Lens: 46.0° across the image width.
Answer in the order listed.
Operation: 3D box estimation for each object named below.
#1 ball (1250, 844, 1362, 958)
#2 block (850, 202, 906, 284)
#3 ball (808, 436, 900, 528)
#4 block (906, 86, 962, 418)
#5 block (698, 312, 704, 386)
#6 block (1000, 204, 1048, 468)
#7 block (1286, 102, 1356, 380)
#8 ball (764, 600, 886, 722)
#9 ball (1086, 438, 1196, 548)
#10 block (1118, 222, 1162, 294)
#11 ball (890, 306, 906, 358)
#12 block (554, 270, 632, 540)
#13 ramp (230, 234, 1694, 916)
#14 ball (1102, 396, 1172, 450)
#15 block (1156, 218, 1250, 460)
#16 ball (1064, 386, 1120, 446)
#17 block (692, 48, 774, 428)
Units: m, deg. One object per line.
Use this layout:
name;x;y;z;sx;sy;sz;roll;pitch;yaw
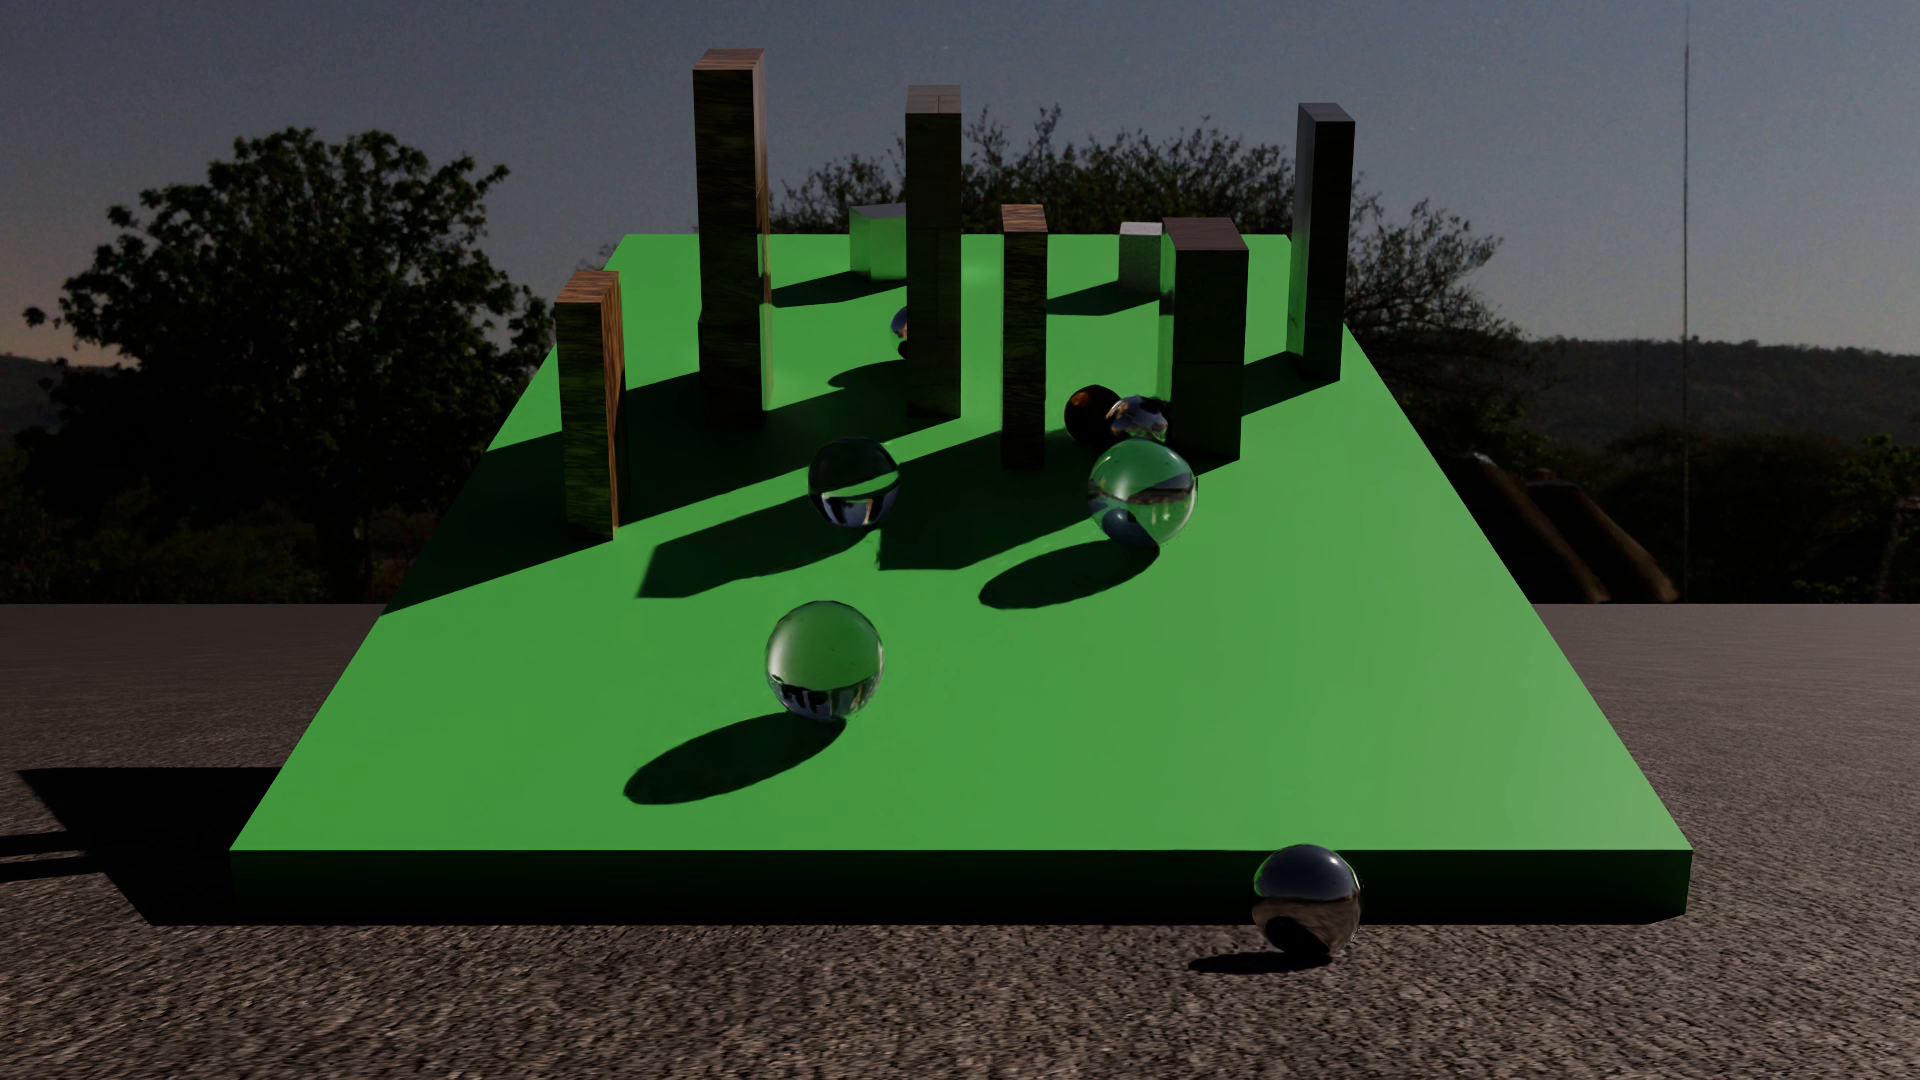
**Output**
ball;0.422;0.439;2.763;0.137;0.137;0.137;0;-1;0
block;-0.192;-0.830;6.316;0.182;0.182;0.182;-7;21;-20
ball;-0.203;-0.110;4.315;0.177;0.177;0.177;0;-1;0
block;-0.058;-0.658;5.108;0.119;0.673;0.405;0;20;0
block;-0.530;-0.455;5.311;0.153;0.153;0.153;-1;20;-2
block;0.131;-0.428;4.727;0.087;0.498;0.274;0;20;0
block;0.849;-0.707;5.348;0.090;0.607;0.271;0;20;0
ball;-0.208;0.186;3.474;0.187;0.187;0.187;0;-1;0
ball;0.338;-0.089;4.216;0.206;0.206;0.206;0;-1;0
block;0.518;-0.771;6.187;0.162;0.162;0.162;2;20;6
ball;-0.100;-0.500;5.455;0.142;0.142;0.142;0;-1;0
block;-0.696;-0.259;4.310;0.084;0.459;0.255;0;20;0
ramp;-0.005;-0.204;4.990;2.000;0.100;4.000;0;20;0
ball;0.366;-0.227;4.689;0.146;0.146;0.146;0;-1;0
block;0.512;-0.434;4.824;0.148;0.446;0.326;0;20;0
ball;0.287;-0.264;4.816;0.131;0.131;0.131;0;-1;0
block;-0.494;-0.666;4.979;0.124;0.775;0.327;0;20;0
